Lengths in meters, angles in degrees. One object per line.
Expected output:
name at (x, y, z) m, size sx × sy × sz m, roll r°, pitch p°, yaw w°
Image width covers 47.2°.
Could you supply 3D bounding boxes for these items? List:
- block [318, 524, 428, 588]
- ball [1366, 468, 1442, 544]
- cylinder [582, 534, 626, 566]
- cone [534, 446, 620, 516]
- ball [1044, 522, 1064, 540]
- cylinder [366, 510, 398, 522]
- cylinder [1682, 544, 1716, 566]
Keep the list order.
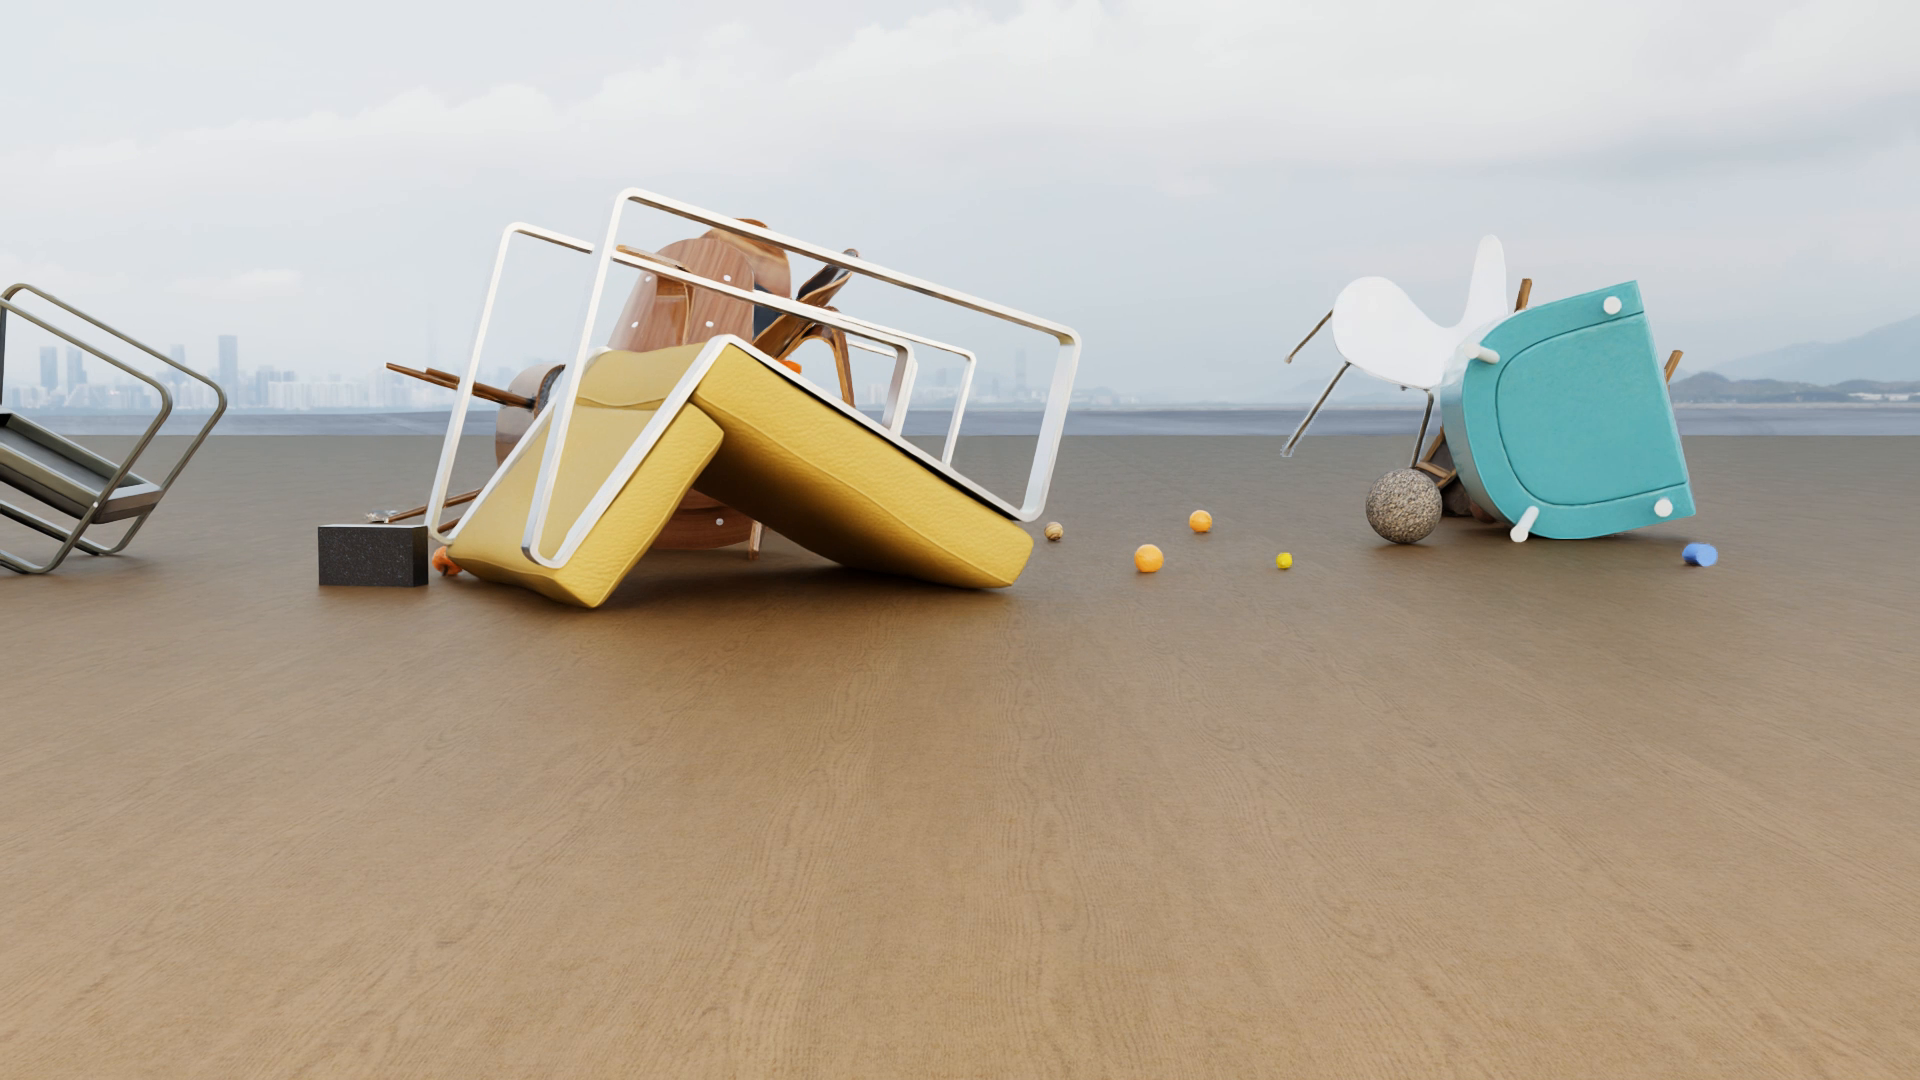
block at (-1.346, 0.035, 5.047) m, size 0.232 × 0.135 × 0.080 m, roll 1°, pitch 4°, yaw 11°
ball at (1.289, -0.099, 6.385) m, size 0.220 × 0.220 × 0.220 m, roll 0°, pitch 4°, yaw 0°
cylinder at (-0.908, 0.024, 5.606) m, size 0.072 × 0.080 × 0.089 m, roll 2°, pitch -9°, yaw 29°
cone at (-1.415, -0.151, 7.834) m, size 0.271 × 0.273 × 0.297 m, roll 33°, pitch 46°, yaw 22°
ball at (0.277, -0.026, 6.503) m, size 0.057 × 0.057 × 0.057 m, roll 0°, pitch 4°, yaw 0°
cylinder at (-1.952, -0.080, 7.434) m, size 0.060 × 0.034 × 0.092 m, roll 27°, pitch 18°, yaw 31°
cylinder at (1.886, 0.038, 5.607) m, size 0.056 × 0.053 × 0.069 m, roll -10°, pitch 6°, yaw -9°
